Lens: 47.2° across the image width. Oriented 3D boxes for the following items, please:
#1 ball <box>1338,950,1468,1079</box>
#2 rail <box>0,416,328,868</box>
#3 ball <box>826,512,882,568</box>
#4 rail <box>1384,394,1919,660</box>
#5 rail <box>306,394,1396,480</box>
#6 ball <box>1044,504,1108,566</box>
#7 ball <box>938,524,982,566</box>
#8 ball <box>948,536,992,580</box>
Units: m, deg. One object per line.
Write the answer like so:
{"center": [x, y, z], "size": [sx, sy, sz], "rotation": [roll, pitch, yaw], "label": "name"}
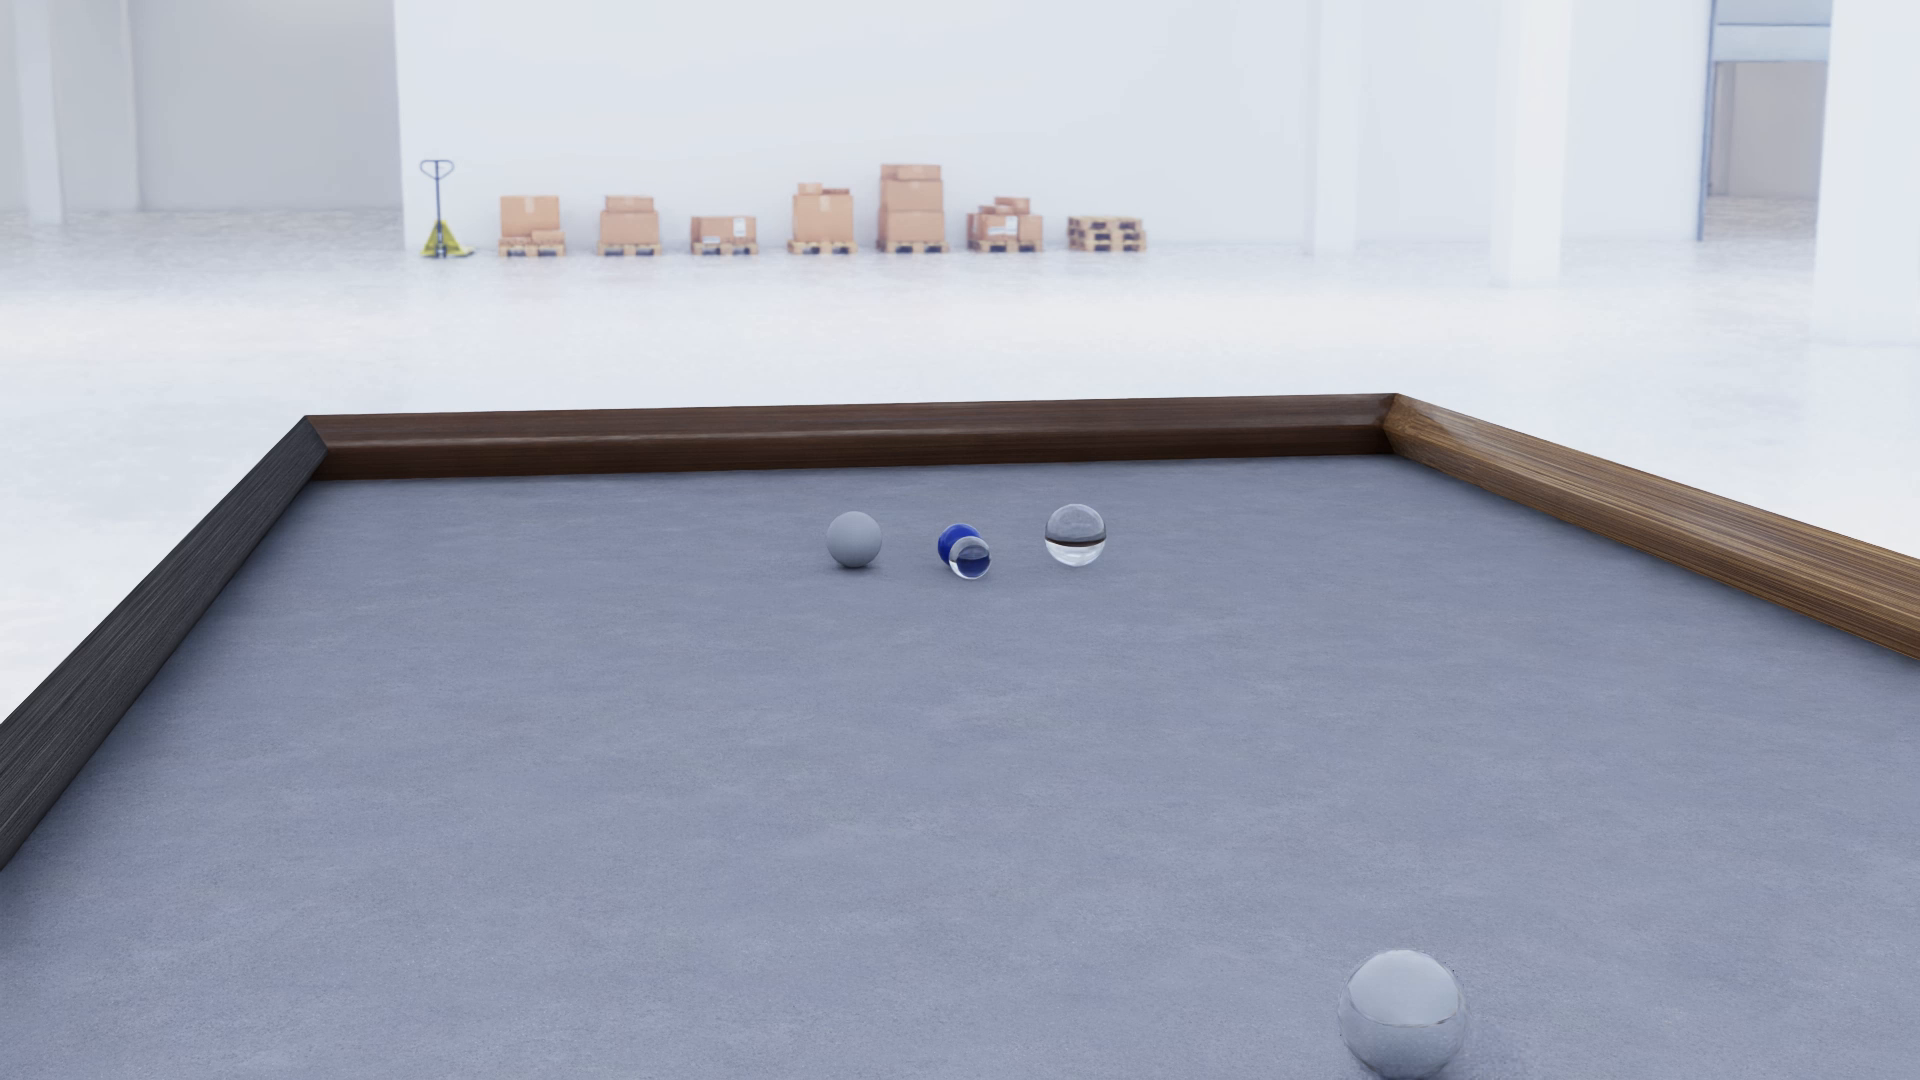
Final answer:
{"center": [0.301, 0.322, 1.492], "size": [0.087, 0.087, 0.087], "rotation": [0, 10, 0], "label": "ball"}
{"center": [-0.849, 0.187, 2.117], "size": [0.045, 0.121, 3.990], "rotation": [-2, 11, -9], "label": "rail"}
{"center": [-0.156, -0.001, 3.246], "size": [0.083, 0.083, 0.083], "rotation": [0, 10, 0], "label": "ball"}
{"center": [1.182, 0.125, 2.455], "size": [0.045, 0.121, 3.990], "rotation": [-2, 11, -9], "label": "rail"}
{"center": [-0.162, -0.197, 4.197], "size": [2.107, 0.121, 0.045], "rotation": [-2, 11, -9], "label": "rail"}
{"center": [0.171, -0.007, 3.252], "size": [0.093, 0.093, 0.093], "rotation": [0, 10, 0], "label": "ball"}
{"center": [0.001, 0.009, 3.231], "size": [0.068, 0.068, 0.068], "rotation": [0, 10, 0], "label": "ball"}
{"center": [0.015, 0.025, 3.159], "size": [0.062, 0.062, 0.062], "rotation": [0, 10, 0], "label": "ball"}
